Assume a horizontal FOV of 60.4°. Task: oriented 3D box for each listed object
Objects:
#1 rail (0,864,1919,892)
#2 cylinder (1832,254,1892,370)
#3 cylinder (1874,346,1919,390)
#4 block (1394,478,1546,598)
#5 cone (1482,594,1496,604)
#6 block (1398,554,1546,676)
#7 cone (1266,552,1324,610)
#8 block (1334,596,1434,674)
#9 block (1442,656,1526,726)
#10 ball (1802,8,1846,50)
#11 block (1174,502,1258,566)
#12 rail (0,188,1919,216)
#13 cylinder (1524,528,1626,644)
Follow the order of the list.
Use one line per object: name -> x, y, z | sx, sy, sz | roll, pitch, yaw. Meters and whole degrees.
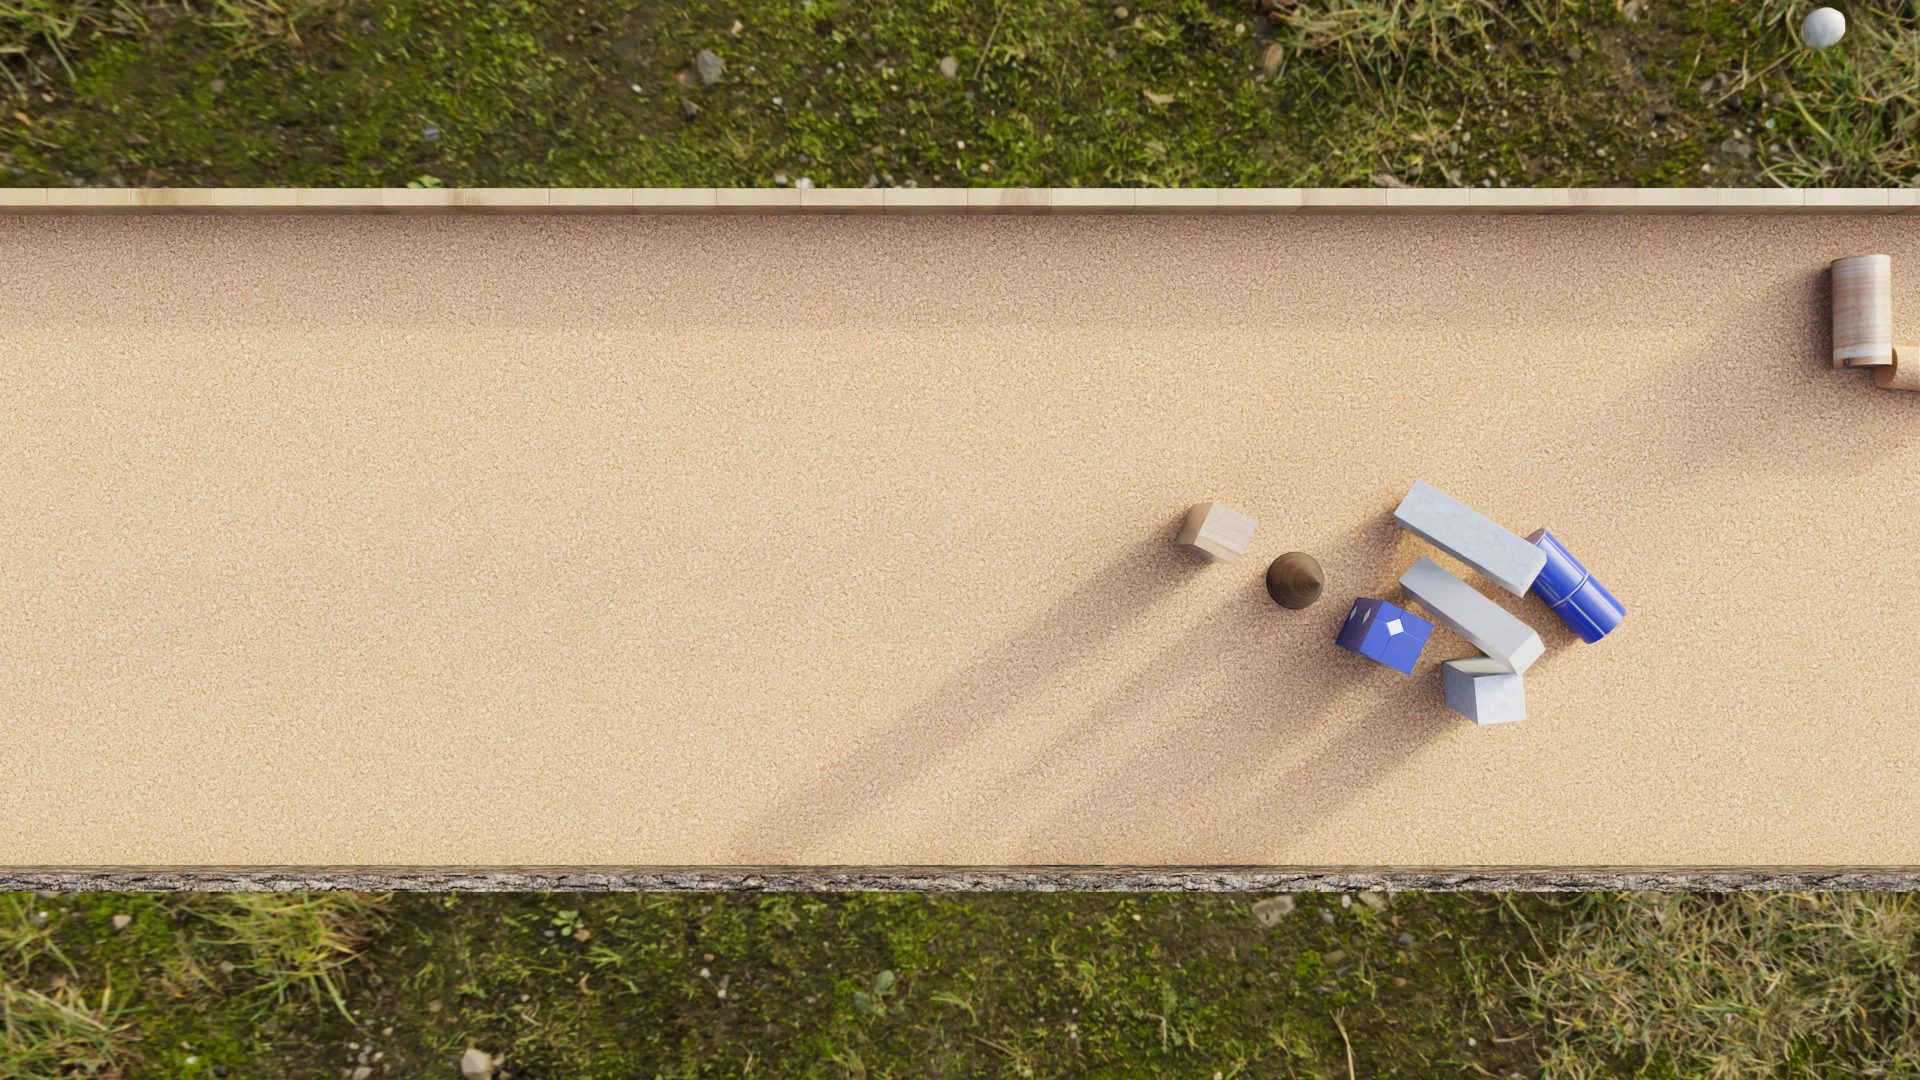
rail -> -2.247, 1.025, 5.001 | 12.000, 0.150, 0.050 | 0, 90, 0
cylinder -> 2.732, -0.688, 4.998 | 0.157, 0.157, 0.326 | -1, 90, 0
cylinder -> 2.973, -0.515, 5.012 | 0.320, 0.129, 0.129 | 5, 90, 0
block -> 1.522, -0.006, 4.928 | 0.427, 0.130, 0.130 | 35, 90, 25
cone -> 1.640, 0.336, 5.048 | 0.114, 0.114, 0.327 | -24, 100, 0
block -> 1.506, 0.219, 4.872 | 0.110, 0.454, 0.110 | -45, 133, -1
cone -> 1.032, 0.125, 4.898 | 0.179, 0.356, 0.179 | 0, 90, 0
block -> 1.261, 0.282, 4.919 | 0.161, 0.316, 0.161 | 26, 90, 0
block -> 1.560, 0.445, 4.918 | 0.140, 0.305, 0.140 | -7, 95, 0
ball -> 6.289, -3.726, 12.012 | 0.289, 0.289, 0.289 | 0, 90, 0
block -> 0.749, -0.019, 4.864 | 0.135, 0.425, 0.135 | 26, 90, 0
rail -> -2.247, -1.025, 5.002 | 12.000, 0.150, 0.050 | 0, 90, 0
cylinder -> 1.833, 0.139, 4.998 | 0.158, 0.158, 0.342 | -45, 90, 0
